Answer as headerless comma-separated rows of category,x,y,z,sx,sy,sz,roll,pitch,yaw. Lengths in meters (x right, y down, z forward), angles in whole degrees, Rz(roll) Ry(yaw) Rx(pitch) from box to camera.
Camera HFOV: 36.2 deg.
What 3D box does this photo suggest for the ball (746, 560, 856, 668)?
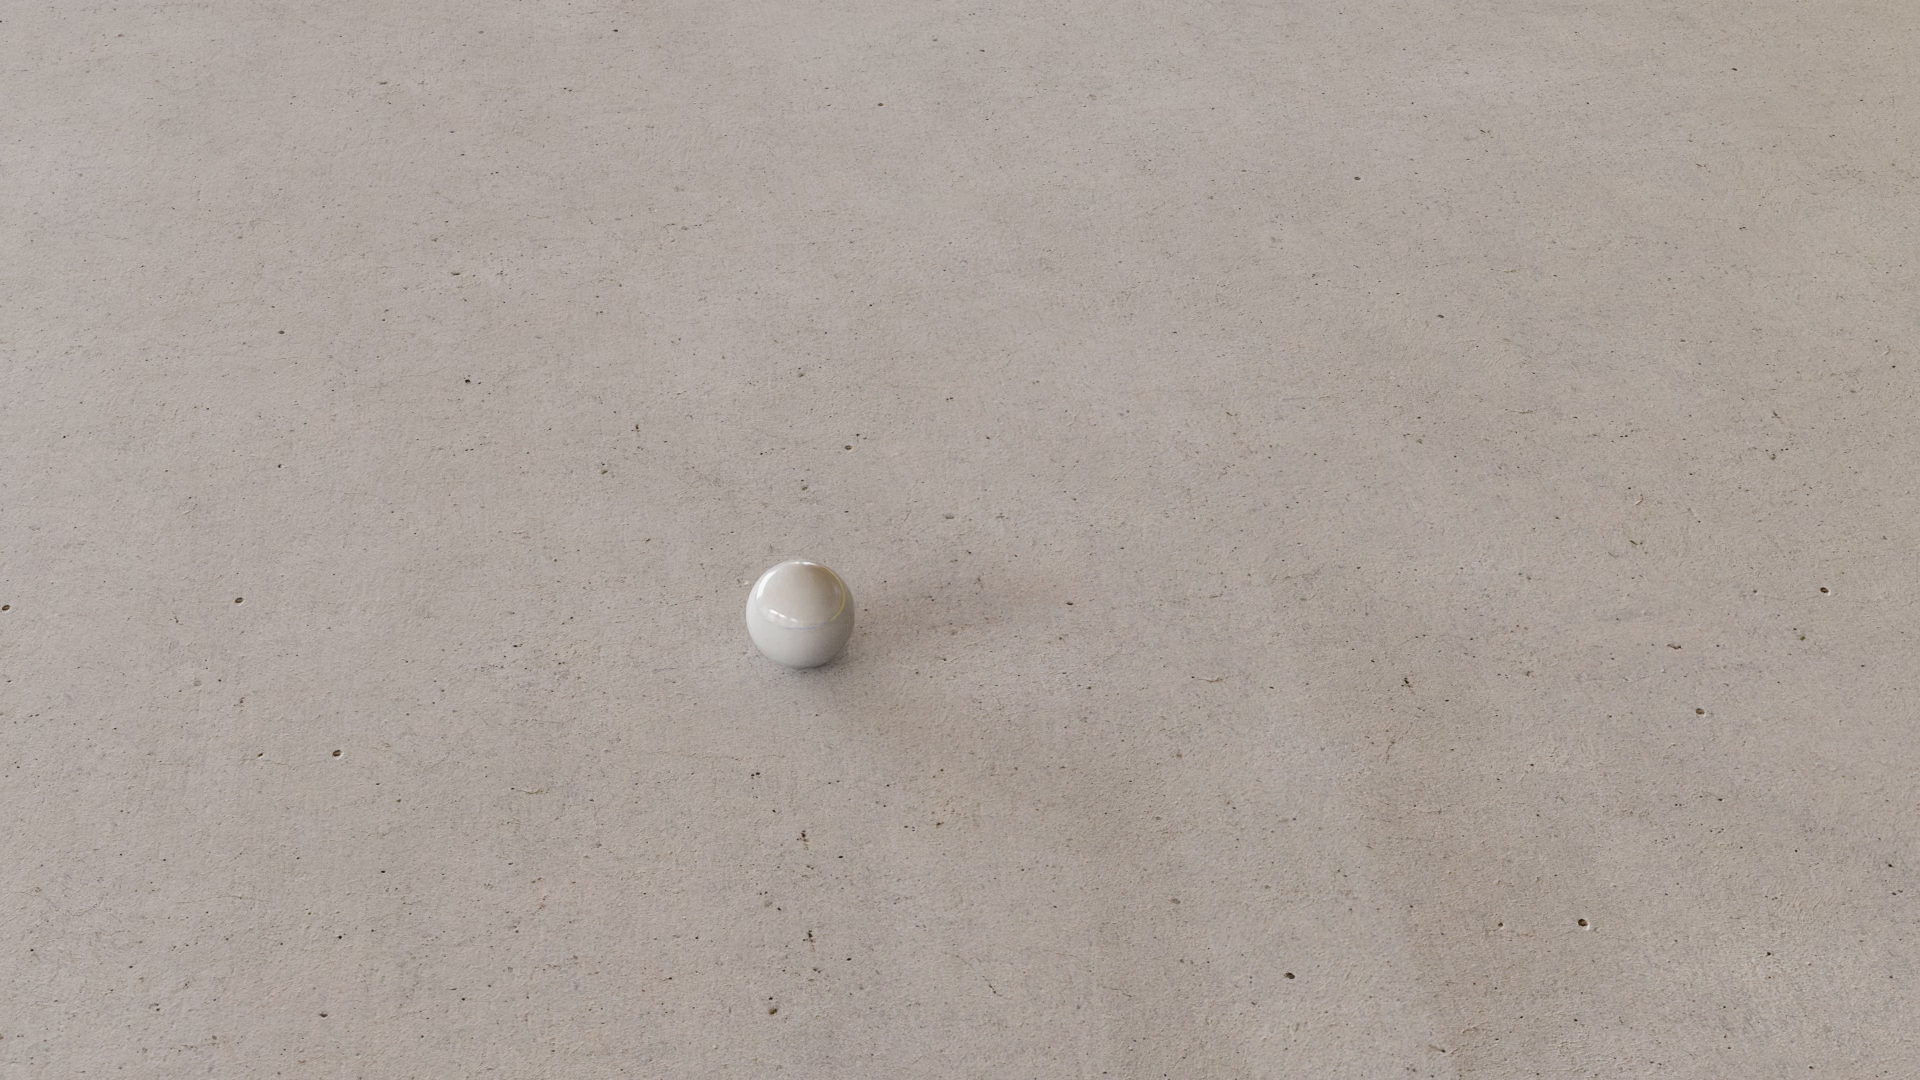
ball,-0.086,0.040,1.587,0.059,0.059,0.059,0,31,0
